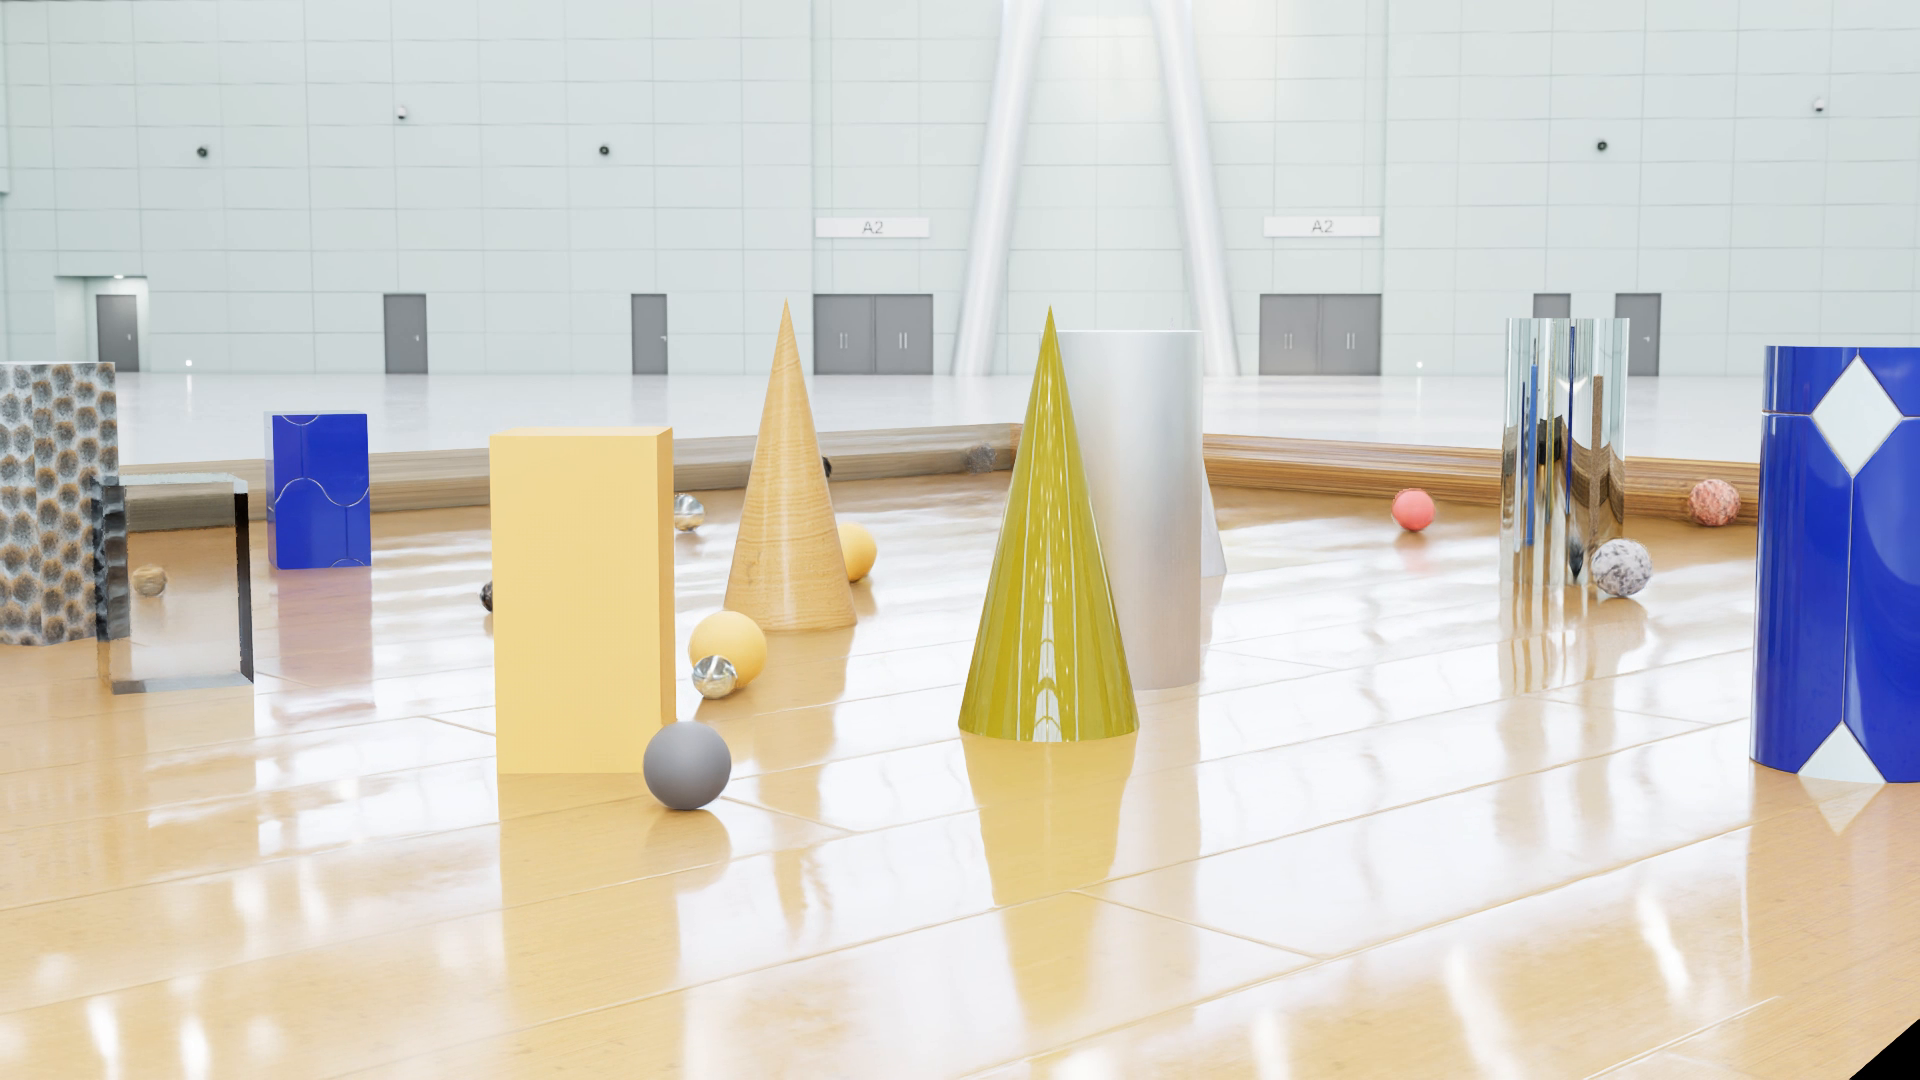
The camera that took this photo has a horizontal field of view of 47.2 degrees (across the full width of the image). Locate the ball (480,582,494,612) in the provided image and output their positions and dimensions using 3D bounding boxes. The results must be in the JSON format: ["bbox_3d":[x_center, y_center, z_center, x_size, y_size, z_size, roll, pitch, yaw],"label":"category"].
[{"bbox_3d":[-0.684,0.084,3.246,0.049,0.049,0.049,0,6,0],"label":"ball"}]

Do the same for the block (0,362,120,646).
[{"bbox_3d":[-1.267,-0.055,3.005,0.158,0.374,0.158,2,6,20],"label":"block"}]

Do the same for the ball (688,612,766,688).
[{"bbox_3d":[-0.275,0.130,2.594,0.092,0.092,0.092,0,6,0],"label":"ball"}]

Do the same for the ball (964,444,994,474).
[{"bbox_3d":[0.054,-0.221,6.008,0.083,0.083,0.083,0,6,0],"label":"ball"}]

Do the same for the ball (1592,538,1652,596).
[{"bbox_3d":[1.031,0.043,3.431,0.090,0.090,0.090,0,6,0],"label":"ball"}]

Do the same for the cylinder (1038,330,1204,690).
[{"bbox_3d":[0.193,-0.042,2.660,0.198,0.420,0.198,0,6,0],"label":"cylinder"}]

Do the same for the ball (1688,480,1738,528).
[{"bbox_3d":[1.554,-0.076,4.537,0.099,0.099,0.099,0,6,0],"label":"ball"}]

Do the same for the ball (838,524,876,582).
[{"bbox_3d":[-0.185,0.021,3.626,0.095,0.095,0.095,0,6,0],"label":"ball"}]

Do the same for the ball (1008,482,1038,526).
[{"bbox_3d":[0.145,-0.074,4.554,0.090,0.090,0.090,0,6,0],"label":"ball"}]

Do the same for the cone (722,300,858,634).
[{"bbox_3d":[-0.244,-0.112,3.112,0.198,0.466,0.198,0,6,0],"label":"cone"}]

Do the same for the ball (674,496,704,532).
[{"bbox_3d":[-0.552,-0.053,4.436,0.073,0.073,0.073,0,6,0],"label":"ball"}]

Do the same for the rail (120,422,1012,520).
[{"bbox_3d":[-1.355,-0.119,4.792,4.120,0.129,0.045,-5,8,-42],"label":"rail"}]

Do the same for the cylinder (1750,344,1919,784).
[{"bbox_3d":[0.885,0.016,2.154,0.198,0.411,0.198,0,6,0],"label":"cylinder"}]

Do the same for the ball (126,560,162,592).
[{"bbox_3d":[-1.292,0.057,3.484,0.051,0.051,0.051,0,6,0],"label":"ball"}]

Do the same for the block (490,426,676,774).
[{"bbox_3d":[-0.371,0.055,2.187,0.158,0.326,0.158,0,6,-2],"label":"block"}]

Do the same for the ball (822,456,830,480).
[{"bbox_3d":[-0.371,-0.181,5.620,0.082,0.082,0.082,0,6,0],"label":"ball"}]

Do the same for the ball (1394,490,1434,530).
[{"bbox_3d":[0.920,-0.059,4.456,0.082,0.082,0.082,0,6,0],"label":"ball"}]

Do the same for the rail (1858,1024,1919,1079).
[{"bbox_3d":[1.355,0.186,1.871,4.120,0.129,0.045,-5,8,-42],"label":"rail"}]

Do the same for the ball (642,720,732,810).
[{"bbox_3d":[-0.244,0.201,1.970,0.080,0.080,0.080,0,6,0],"label":"ball"}]

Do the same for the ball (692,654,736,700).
[{"bbox_3d":[-0.282,0.157,2.529,0.051,0.051,0.051,0,6,0],"label":"ball"}]

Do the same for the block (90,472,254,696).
[{"bbox_3d":[-0.950,0.048,2.648,0.158,0.244,0.158,-3,7,-27],"label":"block"}]

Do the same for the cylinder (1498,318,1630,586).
[{"bbox_3d":[0.998,-0.150,3.639,0.198,0.432,0.198,0,6,0],"label":"cylinder"}]

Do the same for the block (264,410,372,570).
[{"bbox_3d":[-1.134,-0.092,3.877,0.158,0.267,0.158,-2,6,-23],"label":"block"}]

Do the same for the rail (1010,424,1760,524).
[{"bbox_3d":[1.497,-0.110,4.705,0.045,0.129,4.043,-5,8,-42],"label":"rail"}]

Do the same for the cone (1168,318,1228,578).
[{"bbox_3d":[0.359,-0.164,3.746,0.198,0.438,0.198,0,6,0],"label":"cone"}]

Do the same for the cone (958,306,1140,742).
[{"bbox_3d":[0.096,-0.026,2.353,0.198,0.453,0.198,0,6,0],"label":"cone"}]
